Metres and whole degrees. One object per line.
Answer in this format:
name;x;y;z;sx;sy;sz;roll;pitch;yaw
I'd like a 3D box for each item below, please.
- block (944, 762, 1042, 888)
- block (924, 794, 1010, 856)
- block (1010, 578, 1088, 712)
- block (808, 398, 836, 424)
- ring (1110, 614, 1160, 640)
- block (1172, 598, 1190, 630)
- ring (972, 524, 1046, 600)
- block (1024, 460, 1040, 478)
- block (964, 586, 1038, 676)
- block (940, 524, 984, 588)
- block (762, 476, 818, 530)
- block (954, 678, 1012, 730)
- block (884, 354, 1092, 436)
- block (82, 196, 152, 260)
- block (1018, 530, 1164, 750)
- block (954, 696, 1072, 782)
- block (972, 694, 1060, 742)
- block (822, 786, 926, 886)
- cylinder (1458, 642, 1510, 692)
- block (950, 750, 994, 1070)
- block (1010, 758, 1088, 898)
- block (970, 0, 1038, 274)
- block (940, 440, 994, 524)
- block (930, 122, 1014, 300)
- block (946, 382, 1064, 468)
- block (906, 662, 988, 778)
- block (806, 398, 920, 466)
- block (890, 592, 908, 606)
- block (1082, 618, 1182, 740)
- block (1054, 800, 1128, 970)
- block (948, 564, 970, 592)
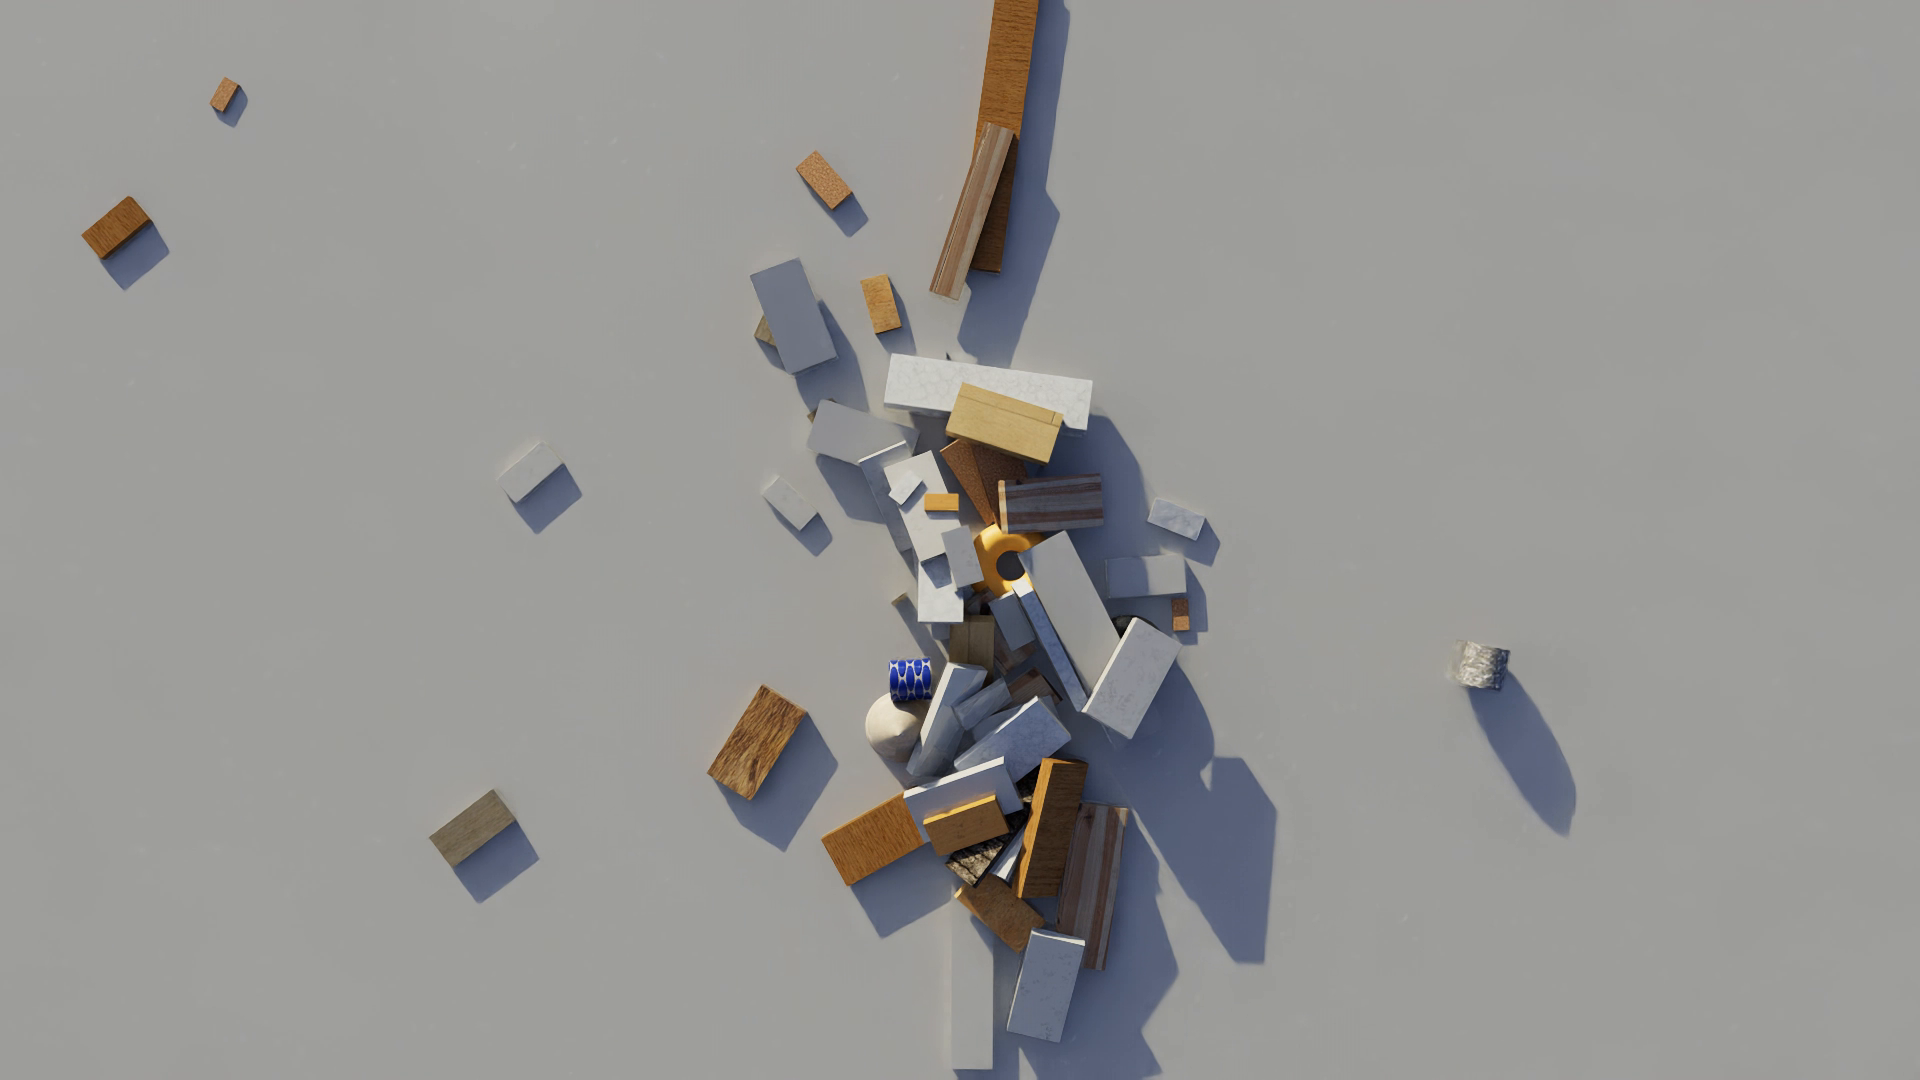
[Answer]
block;0.142;0.915;5.409;0.125;0.035;0.468;32;77;30
block;0.021;0.928;5.355;0.250;0.035;0.125;-21;105;9
block;0.293;0.339;5.360;0.049;0.175;0.436;-27;105;-2
block;-0.452;-0.423;5.493;0.105;0.015;0.053;-36;90;0
ring;0.557;0.379;5.456;0.265;0.088;0.265;0;91;0
block;0.735;0.248;5.493;0.052;0.015;0.104;-3;90;0
ring;0.169;0.085;5.452;0.297;0.099;0.297;0;89;0
block;0.237;-0.301;5.452;0.087;0.025;0.175;22;91;-1
block;0.119;0.300;5.426;0.140;0.040;0.280;-38;113;1
block;0.007;0.053;5.272;0.092;0.026;0.185;-16;91;-4
block;-0.565;-0.122;5.488;0.175;0.025;0.087;44;90;0
block;0.077;0.538;5.394;0.185;0.026;0.092;-32;128;-12
block;0.094;-0.481;5.434;0.669;0.049;0.174;8;74;1
block;-2.806;-1.038;5.486;0.204;0.029;0.102;-40;90;0
block;0.426;0.327;5.386;0.175;0.050;0.717;-27;91;0
block;0.172;0.685;5.386;0.349;0.049;0.175;-39;102;7
block;0.188;0.620;5.432;0.283;0.040;0.141;-19;91;3
block;-0.261;0.982;5.475;0.356;0.050;0.178;-29;90;0
cylinder;1.724;0.416;5.431;0.137;0.137;0.137;13;90;0
block;0.042;1.226;5.480;0.141;0.040;1.052;0;90;0
block;0.294;0.943;5.402;0.172;0.049;0.458;8;97;-43
block;0.134;-1.406;5.479;0.145;0.041;1.024;8;90;0
block;0.073;-0.211;5.447;0.145;0.041;0.291;-33;99;1
block;0.039;-1.085;5.444;0.102;0.029;0.586;18;90;0
block;0.145;-0.375;5.354;0.347;0.049;0.174;18;75;4
block;-0.043;0.590;5.392;0.140;0.040;0.399;9;109;-37
block;-0.322;-0.333;5.467;0.344;0.049;0.172;18;92;-2
block;-0.200;0.196;5.446;0.054;0.109;0.015;-35;90;0
block;0.557;0.447;5.334;0.175;0.050;0.350;31;81;-7
block;0.429;1.145;5.475;0.178;0.050;0.537;8;90;0
block;-0.003;0.113;5.302;0.052;0.015;0.104;-12;76;-3
